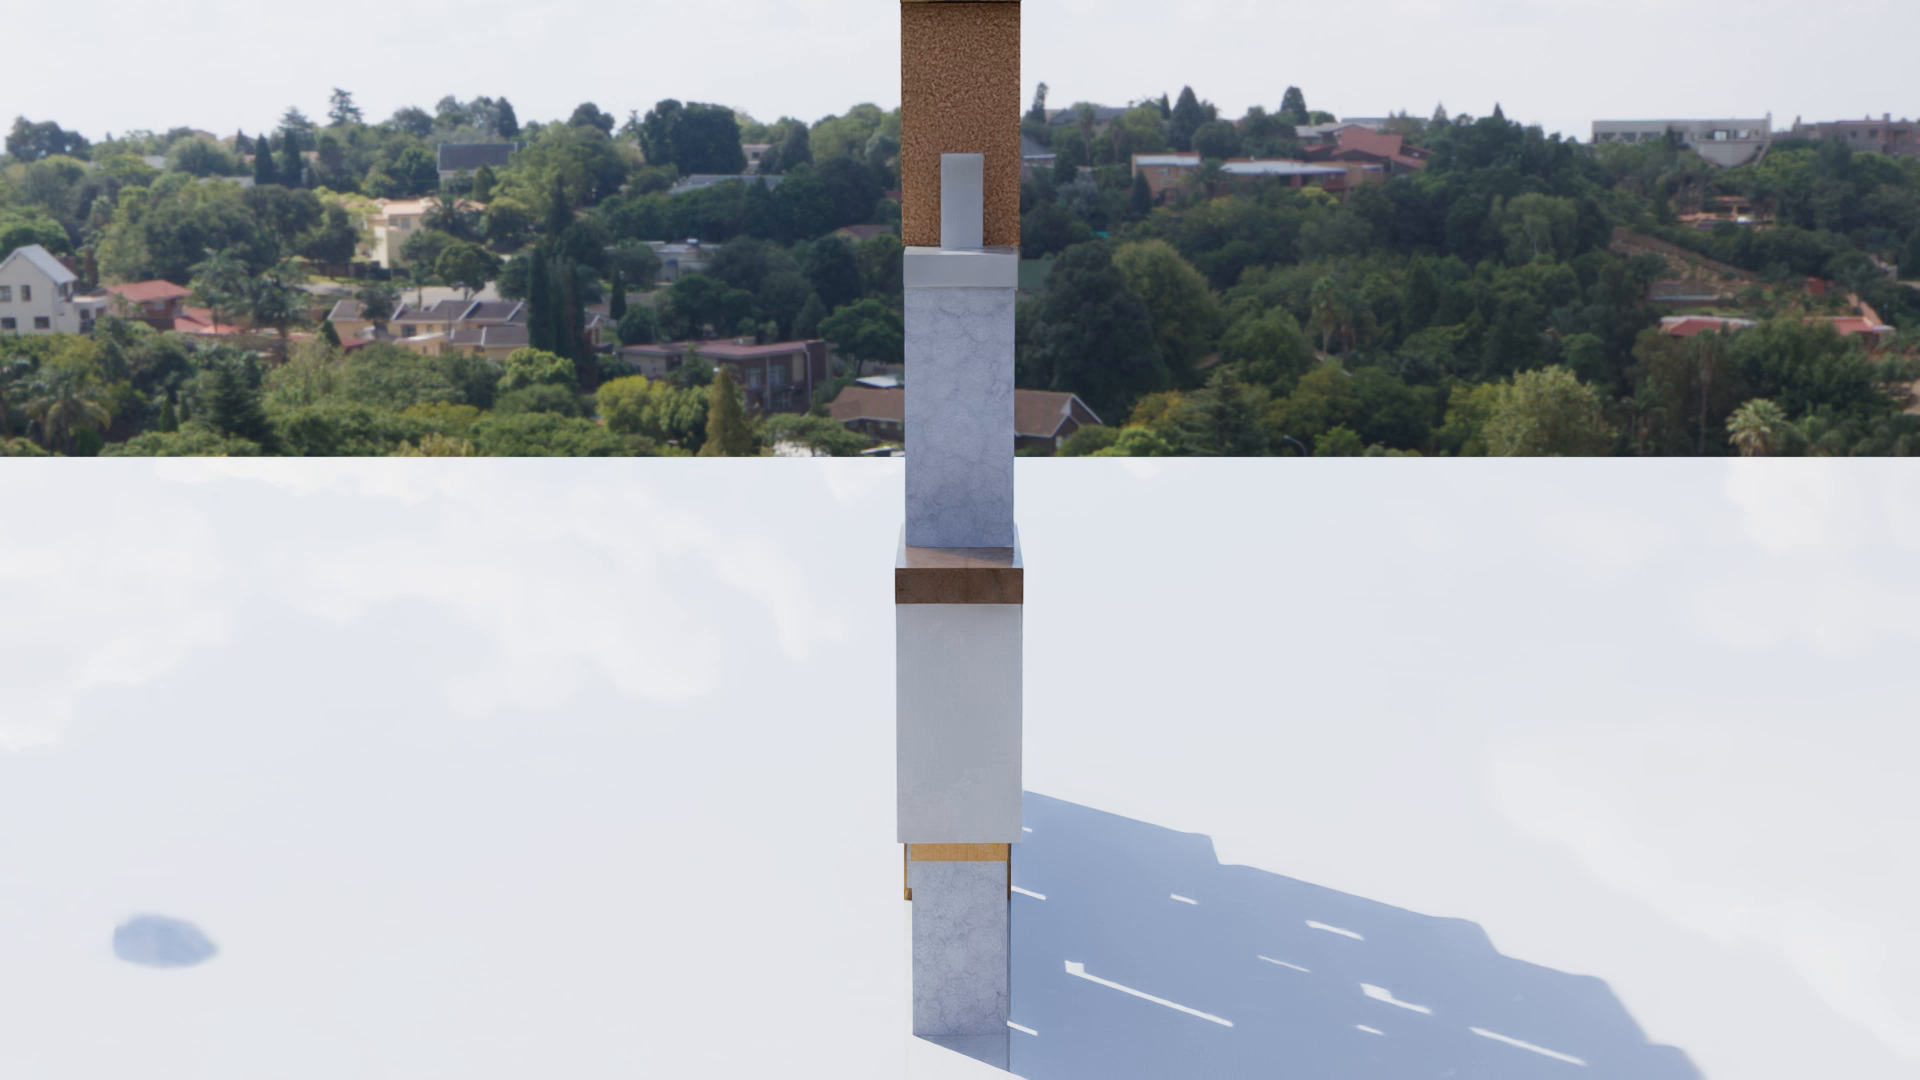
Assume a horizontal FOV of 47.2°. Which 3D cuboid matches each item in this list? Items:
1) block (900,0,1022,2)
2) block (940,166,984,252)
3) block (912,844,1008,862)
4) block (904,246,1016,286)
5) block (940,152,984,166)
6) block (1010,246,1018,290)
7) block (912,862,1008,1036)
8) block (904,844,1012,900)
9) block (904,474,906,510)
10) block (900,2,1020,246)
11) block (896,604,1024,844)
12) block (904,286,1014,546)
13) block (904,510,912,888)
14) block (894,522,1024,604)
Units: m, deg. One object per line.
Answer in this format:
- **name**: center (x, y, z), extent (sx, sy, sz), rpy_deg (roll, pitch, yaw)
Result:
- **block**: center (0.001, -0.802, 3.216), extent (0.169, 0.048, 0.338), rpy_deg (0, 11, 0)
- **block**: center (0.003, -0.454, 3.009), extent (0.058, 0.115, 0.016), rpy_deg (0, 11, 0)
- **block**: center (-0.001, 0.399, 3.147), extent (0.132, 0.037, 0.265), rpy_deg (0, 11, 0)
- **block**: center (-0.002, -0.386, 3.076), extent (0.149, 0.042, 0.298), rpy_deg (0, 11, 0)
- **block**: center (0.003, -0.525, 3.033), extent (0.058, 0.016, 0.115), rpy_deg (0, 11, 0)
- **block**: center (0.004, -0.594, 3.370), extent (0.169, 0.419, 0.048), rpy_deg (0, 11, 0)
- **block**: center (-0.001, 0.563, 3.088), extent (0.132, 0.265, 0.037), rpy_deg (0, 11, 0)
- **block**: center (-0.004, 0.417, 3.632), extent (0.177, 0.355, 0.050), rpy_deg (0, 11, 0)
- **block**: center (-0.006, -0.092, 3.356), extent (0.151, 0.043, 0.301), rpy_deg (0, 10, 0)
- **block**: center (0.001, -0.592, 3.141), extent (0.169, 0.338, 0.048), rpy_deg (0, 11, 0)
- **block**: center (-0.001, 0.240, 2.972), extent (0.169, 0.338, 0.048), rpy_deg (0, 11, 0)
- **block**: center (-0.001, -0.171, 3.016), extent (0.149, 0.359, 0.042), rpy_deg (0, 11, 0)
- **block**: center (-0.006, 0.237, 3.315), extent (0.151, 0.588, 0.043), rpy_deg (0, 11, 0)
- **block**: center (-0.001, 0.030, 3.048), extent (0.169, 0.048, 0.338), rpy_deg (0, 11, 0)
